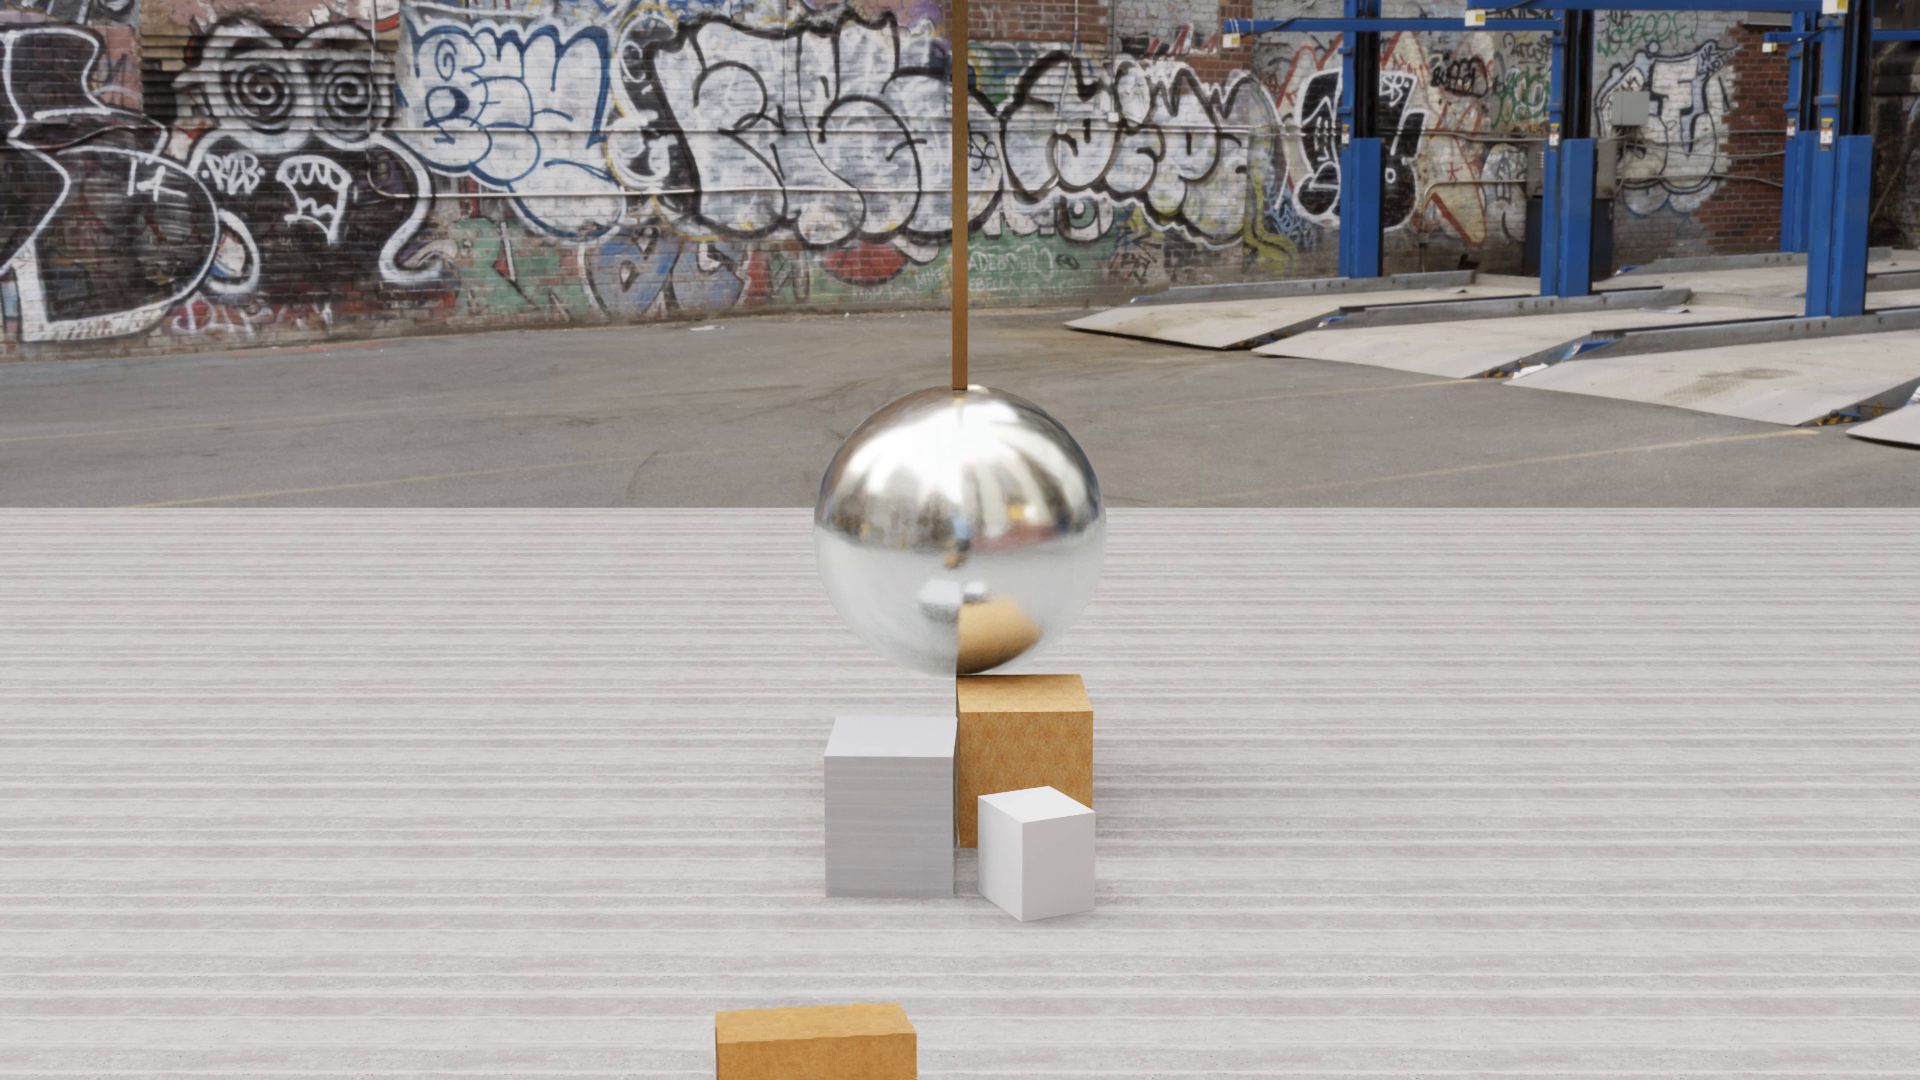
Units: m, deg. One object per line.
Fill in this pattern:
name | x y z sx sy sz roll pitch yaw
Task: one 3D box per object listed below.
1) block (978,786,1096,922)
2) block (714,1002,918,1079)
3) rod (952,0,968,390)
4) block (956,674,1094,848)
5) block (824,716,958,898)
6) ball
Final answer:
block | 0.353 1.456 10.244 0.379 0.470 0.455 -5 11 -25
block | -0.478 1.885 7.228 0.628 0.600 0.563 -1 -2 -7
rod | 0.000 -3.292 10.910 0.080 5.200 0.080 0 17 0
block | 0.321 1.130 11.383 0.663 0.703 0.779 0 10 -2
block | -0.322 1.279 10.609 0.601 0.688 0.707 0 10 2
ball | 0.000 -0.049 11.929 1.600 1.600 1.600 0 10 0
